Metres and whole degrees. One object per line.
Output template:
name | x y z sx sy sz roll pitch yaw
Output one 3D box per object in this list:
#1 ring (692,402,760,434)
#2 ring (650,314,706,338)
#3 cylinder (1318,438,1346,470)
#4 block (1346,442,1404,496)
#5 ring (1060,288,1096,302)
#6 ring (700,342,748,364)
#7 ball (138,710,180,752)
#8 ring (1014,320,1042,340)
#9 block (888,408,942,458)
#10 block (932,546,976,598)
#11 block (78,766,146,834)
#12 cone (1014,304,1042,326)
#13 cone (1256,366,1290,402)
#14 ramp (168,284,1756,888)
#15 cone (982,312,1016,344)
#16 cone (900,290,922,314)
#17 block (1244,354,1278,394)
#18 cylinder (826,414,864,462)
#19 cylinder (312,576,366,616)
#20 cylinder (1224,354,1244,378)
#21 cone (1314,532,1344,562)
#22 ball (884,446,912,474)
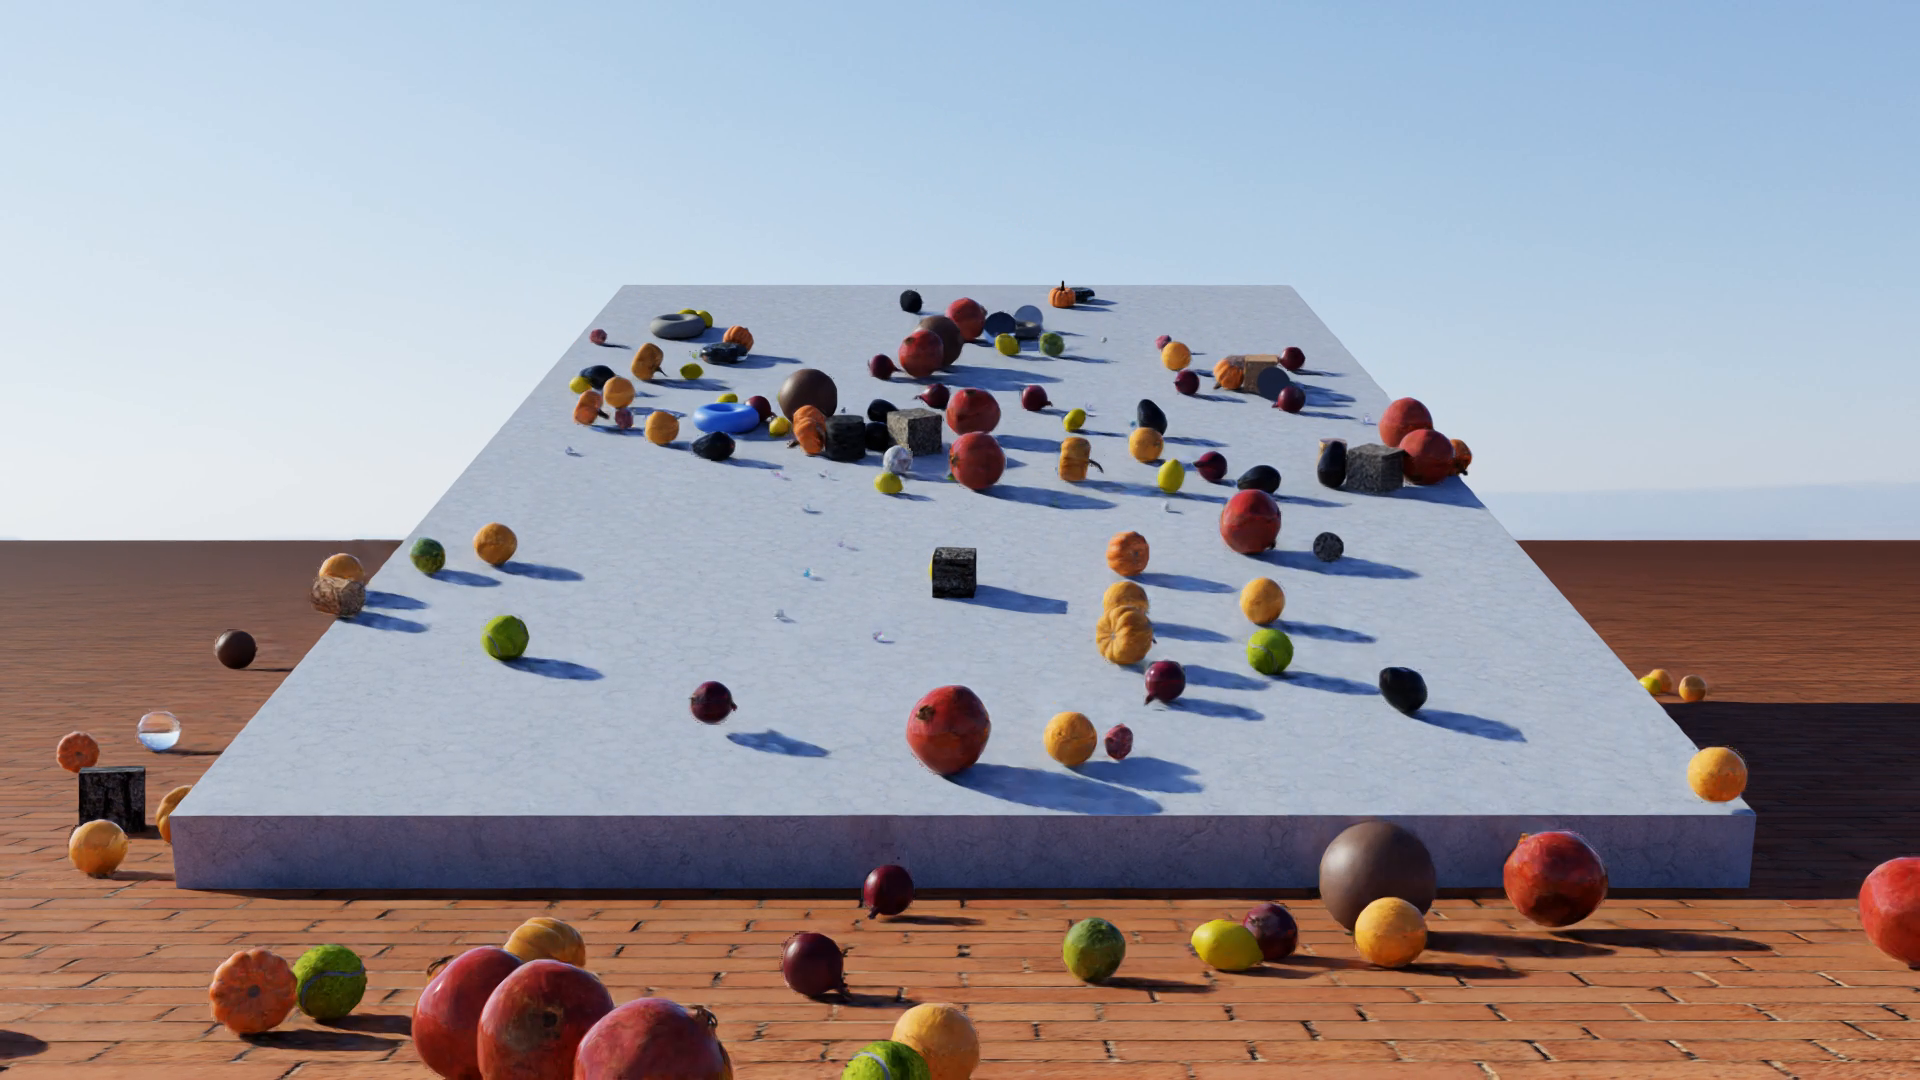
ring | -0.509 -0.265 4.808 0.145 0.048 0.145 1 16 0
ring | -0.747 -0.566 5.847 0.146 0.049 0.146 0 17 0
cylinder | 0.757 -0.174 4.485 0.055 0.055 0.055 0 16 0
block | 0.812 -0.138 4.320 0.079 0.079 0.079 15 22 42
ring | 0.338 -0.706 6.361 0.102 0.034 0.102 -1 15 0
ring | -0.590 -0.467 5.521 0.122 0.041 0.122 1 15 0
ball | -1.660 0.395 4.578 0.085 0.085 0.085 0 0 0
ring | 0.165 -0.555 5.837 0.101 0.034 0.101 2 20 -1
block | -0.094 -0.224 4.605 0.082 0.082 0.082 -10 19 -31
block | -0.009 0.054 3.671 0.068 0.068 0.068 1 16 5
block | -1.291 0.395 3.366 0.092 0.092 0.092 0 0 -19
cone | 0.187 -0.583 5.934 0.078 0.078 0.078 0 -11 7
cone | 0.714 -0.351 5.129 0.083 0.083 0.083 0 -11 -13
ramp | -0.002 -0.161 4.717 2.000 0.100 4.000 0 16 0
cone | 0.109 -0.542 5.782 0.088 0.088 0.088 0 -11 9
cone | -0.148 -0.659 6.202 0.067 0.067 0.067 0 -11 -19
block | 0.708 -0.390 5.195 0.076 0.076 0.076 2 16 6
cylinder | -0.237 -0.211 4.565 0.080 0.080 0.080 0 16 0
cylinder | -1.000 0.091 3.555 0.059 0.059 0.059 8 4 27
cylinder | 0.674 -0.418 5.328 0.056 0.056 0.056 8 4 27
cone | 0.640 0.017 3.879 0.054 0.054 0.054 0 -11 -5
ball | -0.125 -0.160 4.431 0.057 0.057 0.057 0 0 0
